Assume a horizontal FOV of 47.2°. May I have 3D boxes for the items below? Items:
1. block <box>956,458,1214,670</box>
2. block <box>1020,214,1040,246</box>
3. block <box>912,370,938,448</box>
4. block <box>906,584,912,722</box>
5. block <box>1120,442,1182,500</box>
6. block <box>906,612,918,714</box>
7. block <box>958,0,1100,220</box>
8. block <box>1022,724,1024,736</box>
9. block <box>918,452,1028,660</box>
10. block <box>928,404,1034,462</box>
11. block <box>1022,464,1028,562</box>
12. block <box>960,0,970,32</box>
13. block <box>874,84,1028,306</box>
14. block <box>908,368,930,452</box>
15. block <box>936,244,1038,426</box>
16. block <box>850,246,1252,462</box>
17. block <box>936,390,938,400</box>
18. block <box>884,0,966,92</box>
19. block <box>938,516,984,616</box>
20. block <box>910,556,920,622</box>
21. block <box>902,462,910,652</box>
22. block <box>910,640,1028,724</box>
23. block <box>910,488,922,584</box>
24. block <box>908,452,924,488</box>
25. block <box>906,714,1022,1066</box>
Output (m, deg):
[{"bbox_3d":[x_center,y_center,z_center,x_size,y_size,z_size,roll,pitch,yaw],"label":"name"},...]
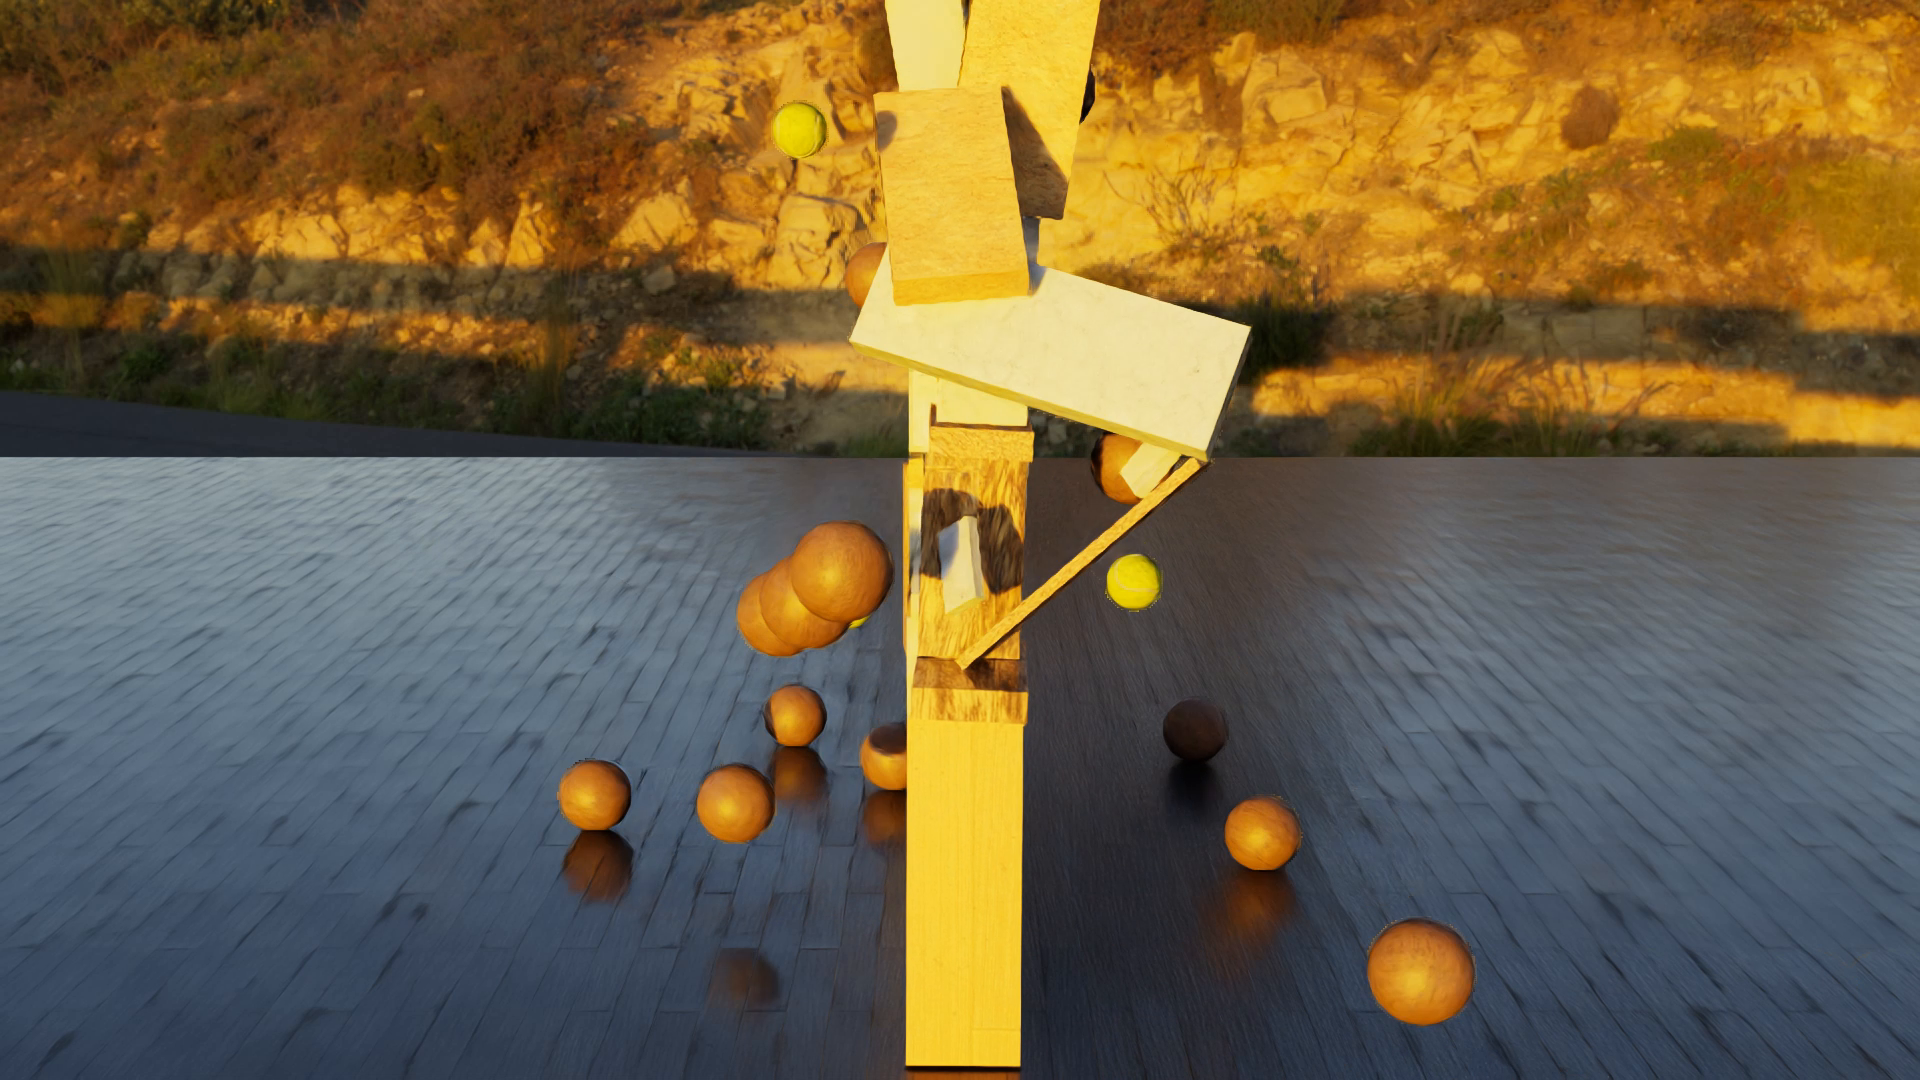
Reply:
[{"bbox_3d":[0.164,0.031,2.966,0.446,0.017,0.061,-42,-8,22],"label":"block"},{"bbox_3d":[0.040,-0.446,3.126,0.126,0.036,0.253,3,10,-3],"label":"block"},{"bbox_3d":[0.002,-0.362,3.290,0.147,0.443,0.042,0,9,-1],"label":"block"},{"bbox_3d":[-0.009,0.233,3.577,0.152,0.318,0.043,1,11,4],"label":"block"},{"bbox_3d":[0.266,-0.117,2.919,0.017,0.122,0.061,28,19,-32],"label":"block"},{"bbox_3d":[-0.003,0.264,3.375,0.152,0.304,0.043,1,10,4],"label":"block"},{"bbox_3d":[0.086,-0.638,3.092,0.175,0.349,0.049,8,17,-5],"label":"block"},{"bbox_3d":[0.010,0.354,3.177,0.155,0.310,0.044,2,0,1],"label":"block"},{"bbox_3d":[0.016,0.022,3.087,0.142,0.284,0.040,2,9,-3],"label":"block"},{"bbox_3d":[0.028,-0.156,3.157,0.142,0.040,0.284,3,10,-1],"label":"block"},{"bbox_3d":[0.019,0.063,3.262,0.142,0.427,0.040,3,2,-1],"label":"block"},{"bbox_3d":[0.002,-0.737,3.279,0.105,0.210,0.030,1,19,0],"label":"block"},{"bbox_3d":[-0.015,-0.466,2.947,0.175,0.049,0.349,-5,54,-3],"label":"block"},{"bbox_3d":[-0.001,-0.328,3.640,0.169,0.360,0.048,0,11,0],"label":"block"},{"bbox_3d":[0.037,-0.289,3.065,0.126,0.253,0.036,3,9,-2],"label":"block"},{"bbox_3d":[0.118,-0.263,2.898,0.499,0.175,0.049,18,-11,14],"label":"block"},{"bbox_3d":[0.036,-0.318,3.230,0.126,0.253,0.036,4,10,-1],"label":"block"},{"bbox_3d":[-0.042,-0.694,3.120,0.105,0.210,0.030,-9,23,1],"label":"block"},{"bbox_3d":[0.001,0.034,2.941,0.017,0.122,0.061,18,-35,-38],"label":"block"},{"bbox_3d":[0.002,0.074,3.449,0.152,0.043,0.304,0,10,0],"label":"block"},{"bbox_3d":[-0.014,0.030,3.887,0.169,0.338,0.048,-1,10,-7],"label":"block"},{"bbox_3d":[0.015,0.193,3.072,0.155,0.044,0.310,2,10,1],"label":"block"},{"bbox_3d":[0.001,0.159,3.680,0.169,0.516,0.048,0,10,0],"label":"block"},{"bbox_3d":[-0.001,-0.139,3.739,0.169,0.048,0.338,0,11,0],"label":"block"},{"bbox_3d":[0.006,0.474,2.987,0.155,0.474,0.044,0,3,1],"label":"block"}]
